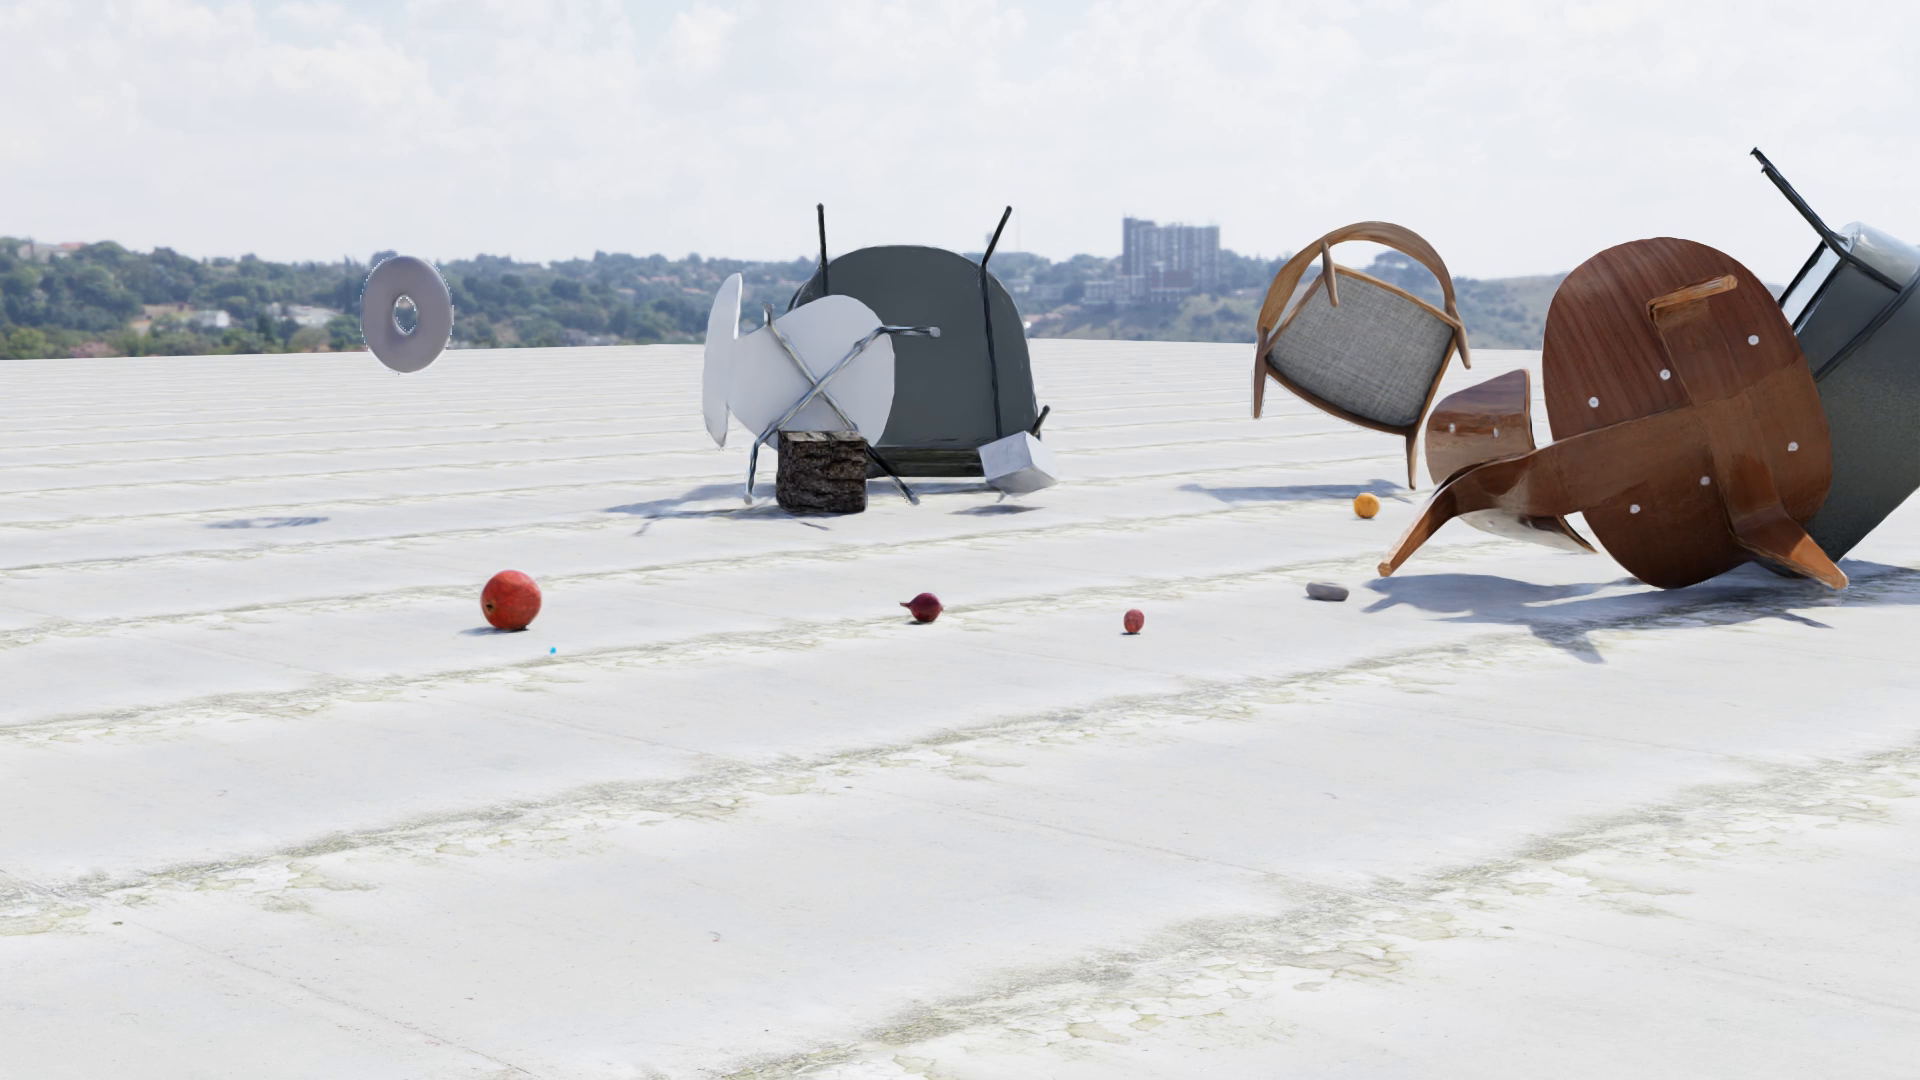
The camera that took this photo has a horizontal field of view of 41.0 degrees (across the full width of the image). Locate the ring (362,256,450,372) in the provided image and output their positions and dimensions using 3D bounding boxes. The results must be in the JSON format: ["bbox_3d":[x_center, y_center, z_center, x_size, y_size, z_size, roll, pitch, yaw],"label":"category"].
[{"bbox_3d":[-1.554,-0.634,7.202,0.272,0.352,0.085,24,28,11],"label":"ring"}]

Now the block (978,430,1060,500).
[{"bbox_3d":[0.170,-0.212,7.291,0.144,0.105,0.225,-20,-18,17],"label":"block"}]

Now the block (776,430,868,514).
[{"bbox_3d":[-0.387,-0.192,7.167,0.216,0.204,0.155,-2,13,-18],"label":"block"}]

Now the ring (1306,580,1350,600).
[{"bbox_3d":[0.753,0.104,5.255,0.067,0.032,0.111,-2,7,-33],"label":"ring"}]

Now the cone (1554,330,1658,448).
[{"bbox_3d":[1.408,-0.313,5.641,0.205,0.275,0.175,-10,21,7],"label":"cone"}]
